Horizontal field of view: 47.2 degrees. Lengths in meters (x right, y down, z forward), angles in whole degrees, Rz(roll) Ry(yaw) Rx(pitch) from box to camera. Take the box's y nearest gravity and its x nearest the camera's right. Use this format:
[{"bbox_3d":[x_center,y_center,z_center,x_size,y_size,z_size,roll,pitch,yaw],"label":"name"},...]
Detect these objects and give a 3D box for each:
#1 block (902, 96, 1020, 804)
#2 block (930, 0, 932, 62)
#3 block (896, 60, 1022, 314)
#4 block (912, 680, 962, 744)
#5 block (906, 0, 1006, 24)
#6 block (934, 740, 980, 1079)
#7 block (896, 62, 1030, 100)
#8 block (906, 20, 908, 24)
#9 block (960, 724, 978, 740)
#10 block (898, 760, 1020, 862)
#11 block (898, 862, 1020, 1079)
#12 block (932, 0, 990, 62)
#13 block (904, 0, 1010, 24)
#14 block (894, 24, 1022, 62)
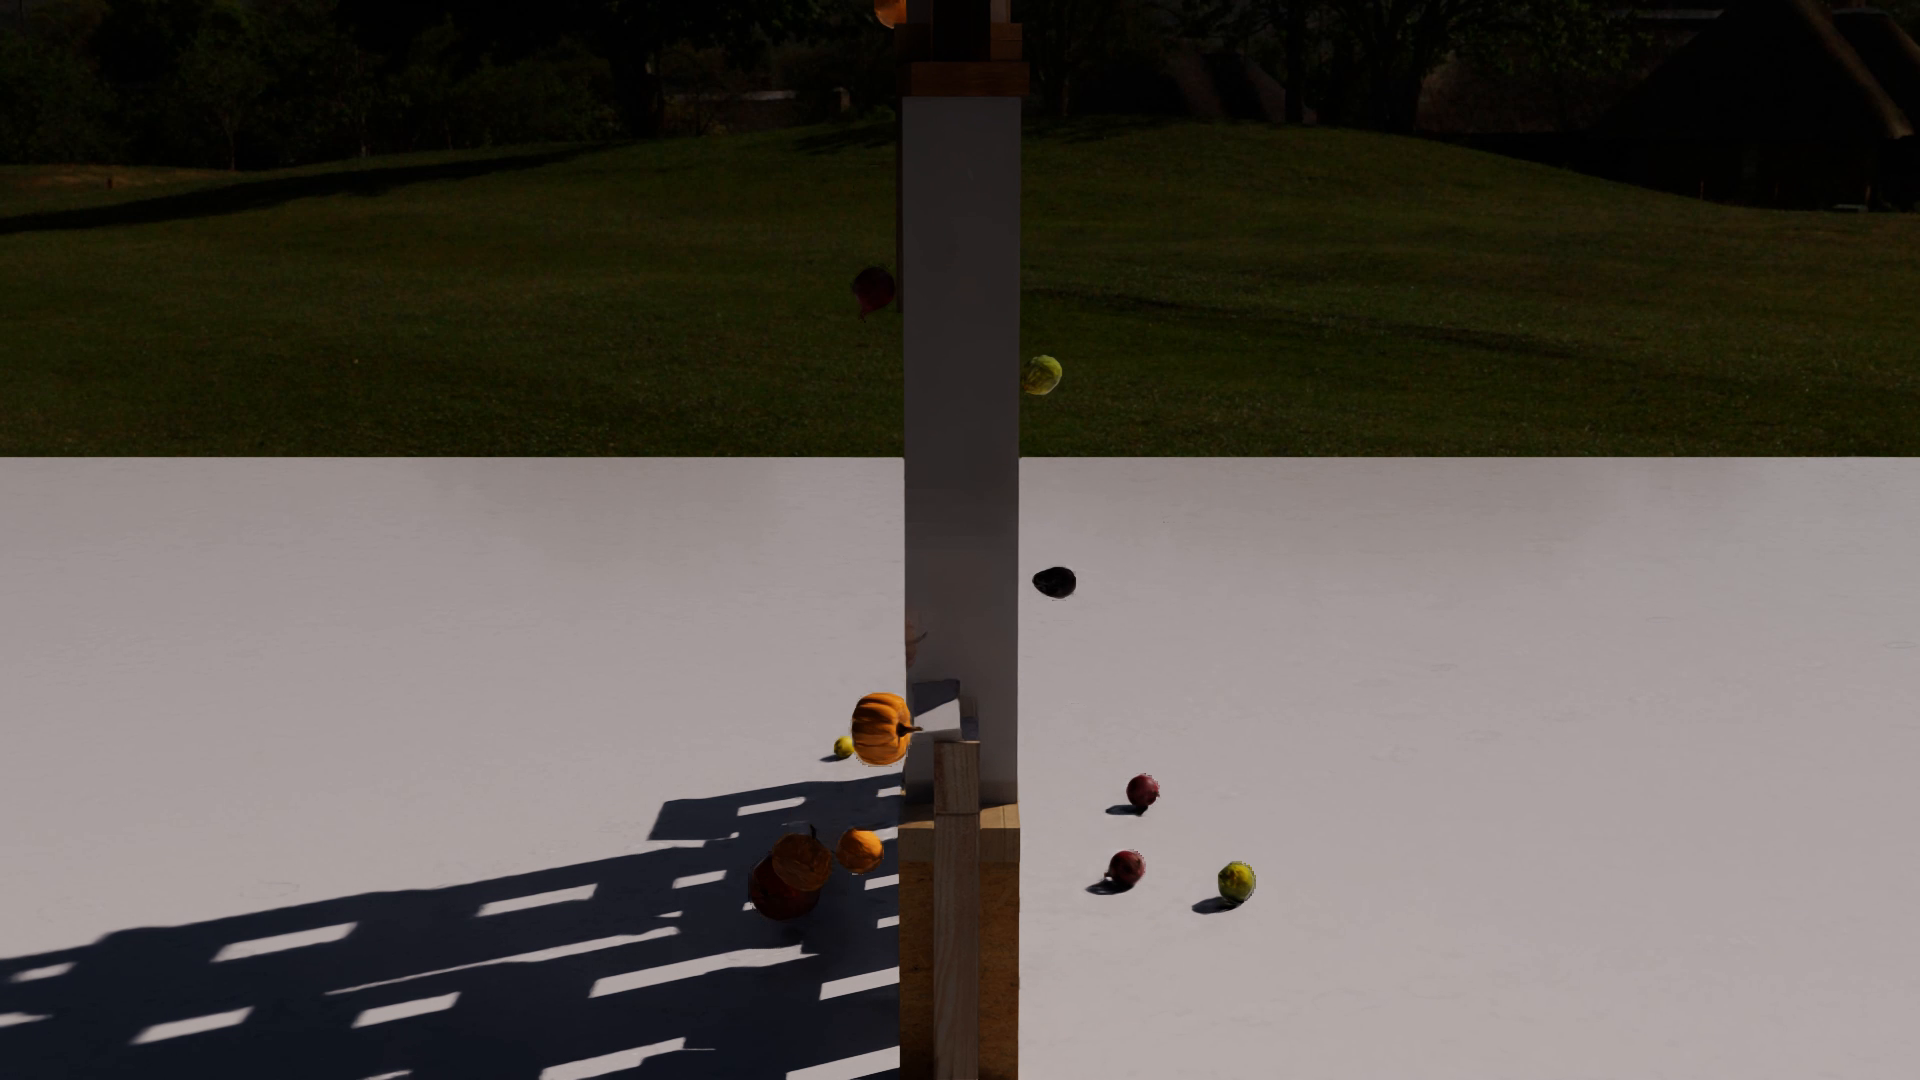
[{"bbox_3d":[0.002,-0.107,2.884,0.149,0.931,0.042,0,11,0],"label":"block"},{"bbox_3d":[-0.003,-0.719,2.988,0.075,0.150,0.021,0,4,-2],"label":"block"},{"bbox_3d":[-0.002,-0.502,3.135,0.176,0.353,0.050,0,11,0],"label":"block"},{"bbox_3d":[-0.030,0.224,2.867,0.059,0.017,0.118,-7,28,1],"label":"block"},{"bbox_3d":[-0.006,-0.850,3.025,0.136,0.272,0.039,0,13,0],"label":"block"},{"bbox_3d":[-0.004,0.497,2.855,0.059,0.481,0.017,0,9,0],"label":"block"},{"bbox_3d":[0.000,-0.606,2.908,0.149,0.042,0.299,-1,10,-5],"label":"block"},{"bbox_3d":[-0.008,-0.886,3.217,0.136,0.272,0.039,-2,12,-11],"label":"block"},{"bbox_3d":[-0.004,0.302,2.913,0.059,0.118,0.017,0,-10,0],"label":"block"},{"bbox_3d":[-0.001,0.366,3.010,0.159,0.045,0.318,0,11,0],"label":"block"},{"bbox_3d":[-0.001,0.564,2.939,0.159,0.318,0.045,0,11,0],"label":"block"},{"bbox_3d":[0.002,-0.701,2.891,0.075,0.150,0.021,0,6,-3],"label":"block"},{"bbox_3d":[-0.006,-0.928,3.306,0.161,0.322,0.046,0,11,0],"label":"block"},{"bbox_3d":[-0.003,-0.721,3.213,0.176,0.050,0.353,0,11,0],"label":"block"}]
